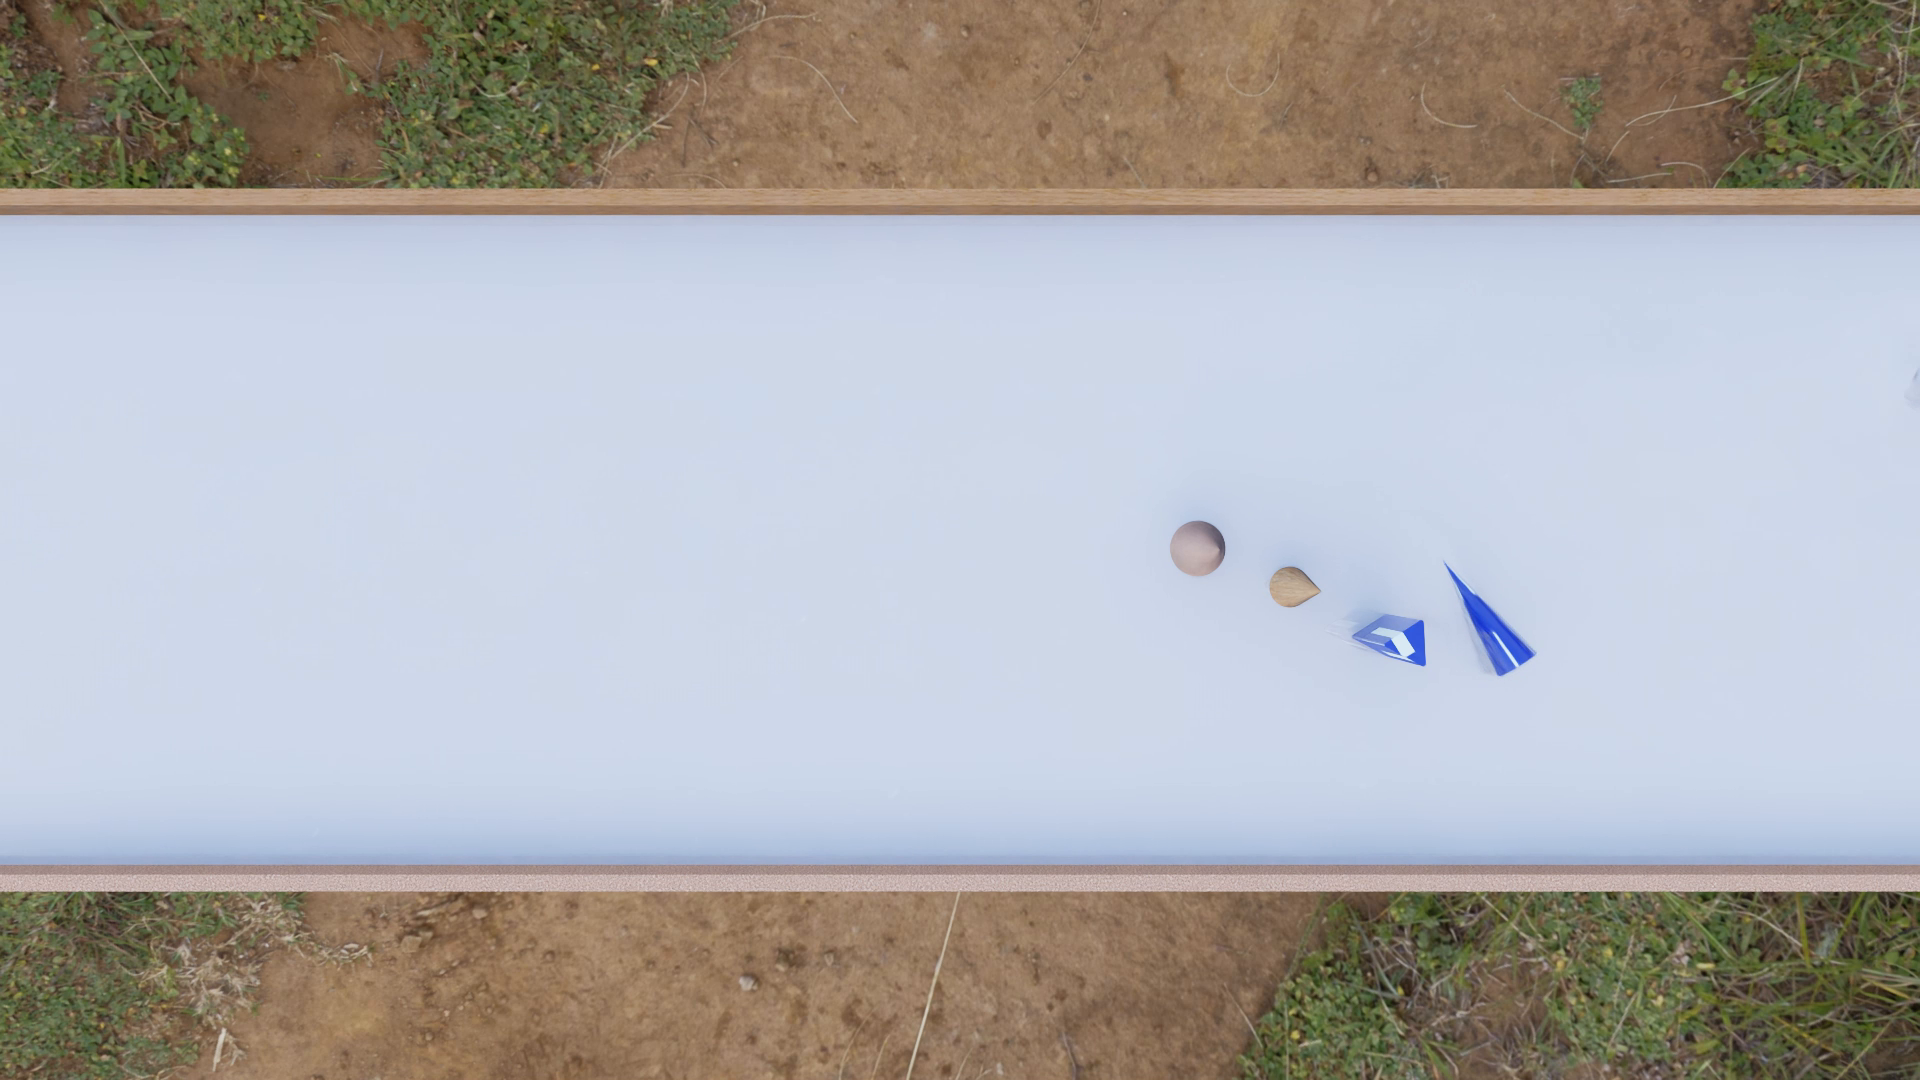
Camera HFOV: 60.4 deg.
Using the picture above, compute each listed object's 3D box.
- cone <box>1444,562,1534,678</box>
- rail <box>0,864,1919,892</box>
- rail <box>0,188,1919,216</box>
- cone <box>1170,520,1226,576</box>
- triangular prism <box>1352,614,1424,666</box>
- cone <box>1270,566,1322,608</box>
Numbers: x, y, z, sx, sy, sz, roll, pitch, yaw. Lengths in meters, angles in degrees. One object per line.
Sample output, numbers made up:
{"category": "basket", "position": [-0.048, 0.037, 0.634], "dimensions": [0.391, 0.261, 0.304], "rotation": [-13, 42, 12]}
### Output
{"category": "cone", "position": [1.590, 0.223, 5.045], "dimensions": [0.129, 0.129, 0.384], "rotation": [-33, 80, 0]}
{"category": "rail", "position": [-2.247, 1.025, 5.001], "dimensions": [12.000, 0.150, 0.050], "rotation": [0, 90, 0]}
{"category": "rail", "position": [-2.247, -1.025, 5.002], "dimensions": [12.000, 0.150, 0.050], "rotation": [0, 90, 0]}
{"category": "cone", "position": [0.732, 0.026, 4.862], "dimensions": [0.172, 0.429, 0.172], "rotation": [0, 90, 0]}
{"category": "triangular prism", "position": [1.289, 0.278, 4.881], "dimensions": [0.129, 0.392, 0.112], "rotation": [27, 90, 0]}
{"category": "cone", "position": [1.015, 0.145, 4.852], "dimensions": [0.126, 0.449, 0.126], "rotation": [0, 90, 0]}
